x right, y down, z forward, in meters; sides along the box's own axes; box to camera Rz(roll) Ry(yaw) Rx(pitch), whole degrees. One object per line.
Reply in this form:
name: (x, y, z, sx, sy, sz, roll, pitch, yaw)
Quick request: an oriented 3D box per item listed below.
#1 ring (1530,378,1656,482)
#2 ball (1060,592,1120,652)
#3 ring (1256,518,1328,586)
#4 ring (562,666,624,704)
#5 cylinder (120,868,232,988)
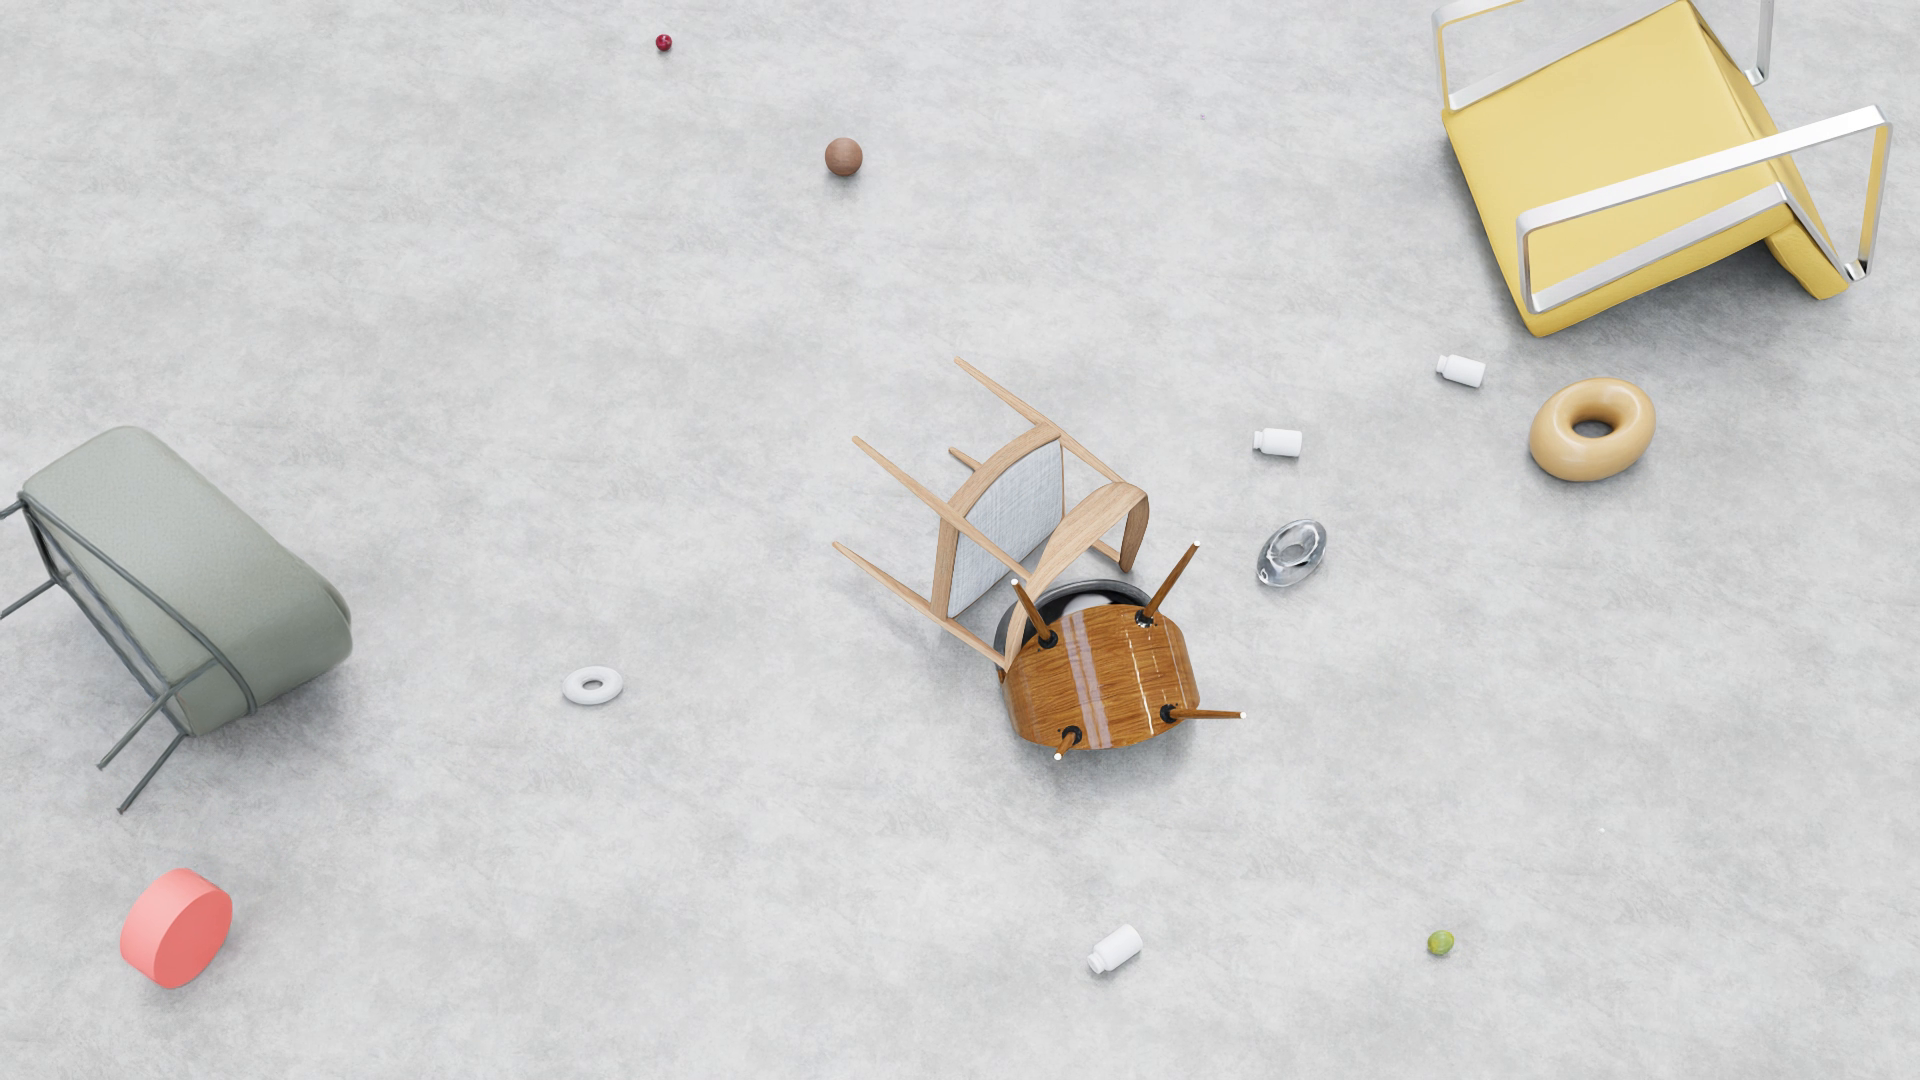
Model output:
ring: (1.930, -0.338, 6.708, 0.419, 0.157, 0.318, -28, 59, -16)
ball: (0.372, 0.237, 6.313, 0.170, 0.170, 0.170, 0, 56, 0)
ring: (0.982, 0.037, 6.499, 0.161, 0.083, 0.266, 39, 65, 21)
ring: (-1.047, 0.414, 6.271, 0.173, 0.043, 0.120, -5, 55, -4)
cylinder: (-2.036, 1.008, 5.720, 0.119, 0.298, 0.271, 28, 38, 18)
